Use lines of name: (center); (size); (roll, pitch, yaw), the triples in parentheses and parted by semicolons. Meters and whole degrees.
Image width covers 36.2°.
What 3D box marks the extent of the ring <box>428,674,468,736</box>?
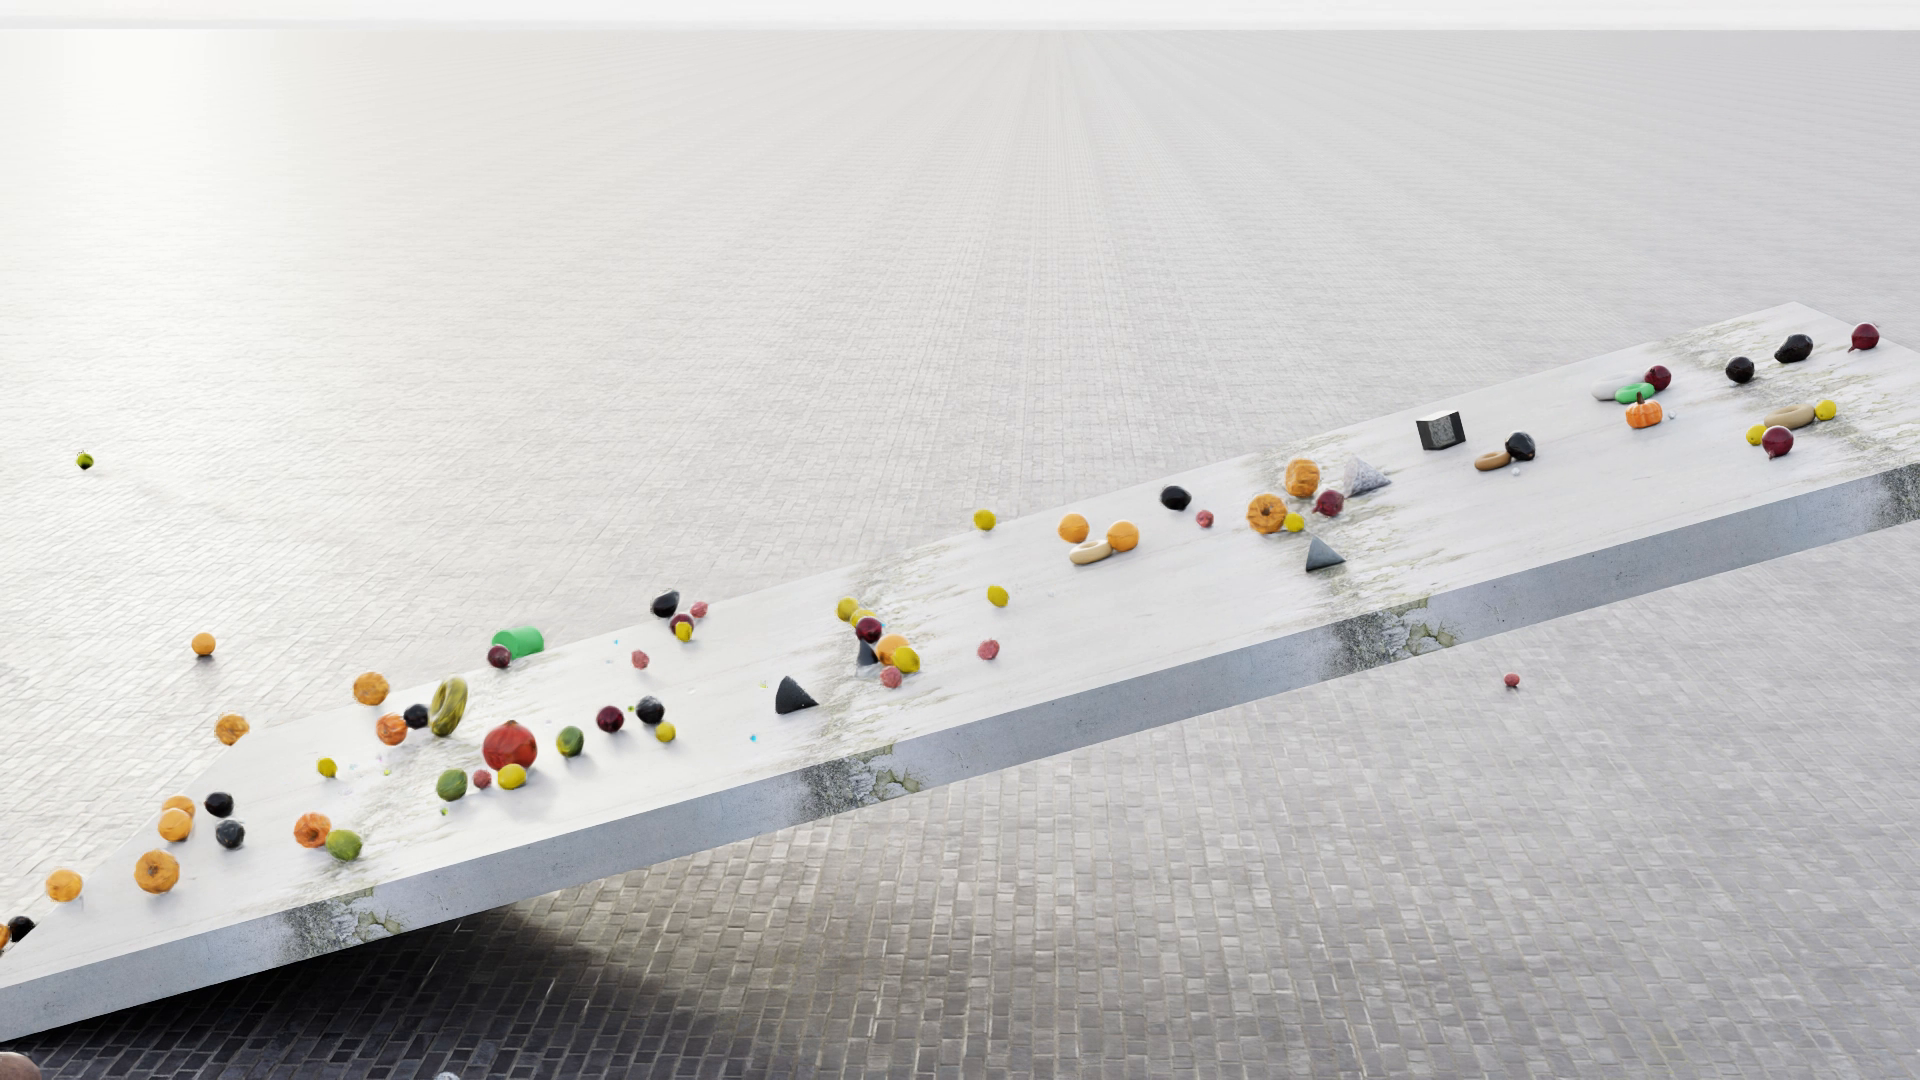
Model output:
ring: (-1.159, 0.375, 6.661); (0.049, 0.148, 0.148); (22, 1, -24)

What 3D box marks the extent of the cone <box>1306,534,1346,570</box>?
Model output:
cone: (0.720, 0.033, 5.750); (0.074, 0.074, 0.074); (14, 13, 11)

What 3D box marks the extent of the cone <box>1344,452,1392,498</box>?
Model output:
cone: (0.892, -0.133, 6.369); (0.098, 0.098, 0.098); (9, 9, -8)

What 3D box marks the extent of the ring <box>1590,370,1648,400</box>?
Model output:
ring: (1.481, -0.348, 6.608); (0.129, 0.043, 0.129); (-15, 10, 3)

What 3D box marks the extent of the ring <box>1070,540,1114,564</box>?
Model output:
ring: (0.290, 0.027, 6.499); (0.101, 0.034, 0.101); (-15, 10, 3)

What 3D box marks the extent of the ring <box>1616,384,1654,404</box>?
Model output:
ring: (1.491, -0.325, 6.500); (0.087, 0.029, 0.087); (-15, 11, 3)

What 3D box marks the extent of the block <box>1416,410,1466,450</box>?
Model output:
block: (1.081, -0.246, 6.612); (0.071, 0.071, 0.071); (-20, 10, -21)

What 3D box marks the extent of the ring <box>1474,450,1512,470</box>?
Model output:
ring: (1.128, -0.168, 6.226); (0.080, 0.027, 0.080); (-15, 10, 3)

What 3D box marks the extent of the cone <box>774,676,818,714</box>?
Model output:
cone: (-0.316, 0.317, 5.858); (0.080, 0.080, 0.080); (15, 15, 16)

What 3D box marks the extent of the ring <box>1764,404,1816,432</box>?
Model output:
ring: (1.630, -0.240, 5.777); (0.102, 0.034, 0.102); (-17, 8, 3)

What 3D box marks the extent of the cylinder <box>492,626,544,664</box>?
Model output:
cylinder: (-1.125, 0.271, 7.484); (0.095, 0.095, 0.095); (7, 11, 35)

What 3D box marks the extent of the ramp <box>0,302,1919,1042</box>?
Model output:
ramp: (0.088, 0.188, 6.322); (4.000, 0.100, 2.000); (-16, 10, 5)

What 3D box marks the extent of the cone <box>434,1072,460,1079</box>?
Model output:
cone: (-0.894, 0.990, 5.224); (0.077, 0.077, 0.077); (5, -15, 23)

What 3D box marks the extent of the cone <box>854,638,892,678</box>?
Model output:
cone: (-0.190, 0.232, 5.997); (0.080, 0.080, 0.080); (-16, 10, 3)
